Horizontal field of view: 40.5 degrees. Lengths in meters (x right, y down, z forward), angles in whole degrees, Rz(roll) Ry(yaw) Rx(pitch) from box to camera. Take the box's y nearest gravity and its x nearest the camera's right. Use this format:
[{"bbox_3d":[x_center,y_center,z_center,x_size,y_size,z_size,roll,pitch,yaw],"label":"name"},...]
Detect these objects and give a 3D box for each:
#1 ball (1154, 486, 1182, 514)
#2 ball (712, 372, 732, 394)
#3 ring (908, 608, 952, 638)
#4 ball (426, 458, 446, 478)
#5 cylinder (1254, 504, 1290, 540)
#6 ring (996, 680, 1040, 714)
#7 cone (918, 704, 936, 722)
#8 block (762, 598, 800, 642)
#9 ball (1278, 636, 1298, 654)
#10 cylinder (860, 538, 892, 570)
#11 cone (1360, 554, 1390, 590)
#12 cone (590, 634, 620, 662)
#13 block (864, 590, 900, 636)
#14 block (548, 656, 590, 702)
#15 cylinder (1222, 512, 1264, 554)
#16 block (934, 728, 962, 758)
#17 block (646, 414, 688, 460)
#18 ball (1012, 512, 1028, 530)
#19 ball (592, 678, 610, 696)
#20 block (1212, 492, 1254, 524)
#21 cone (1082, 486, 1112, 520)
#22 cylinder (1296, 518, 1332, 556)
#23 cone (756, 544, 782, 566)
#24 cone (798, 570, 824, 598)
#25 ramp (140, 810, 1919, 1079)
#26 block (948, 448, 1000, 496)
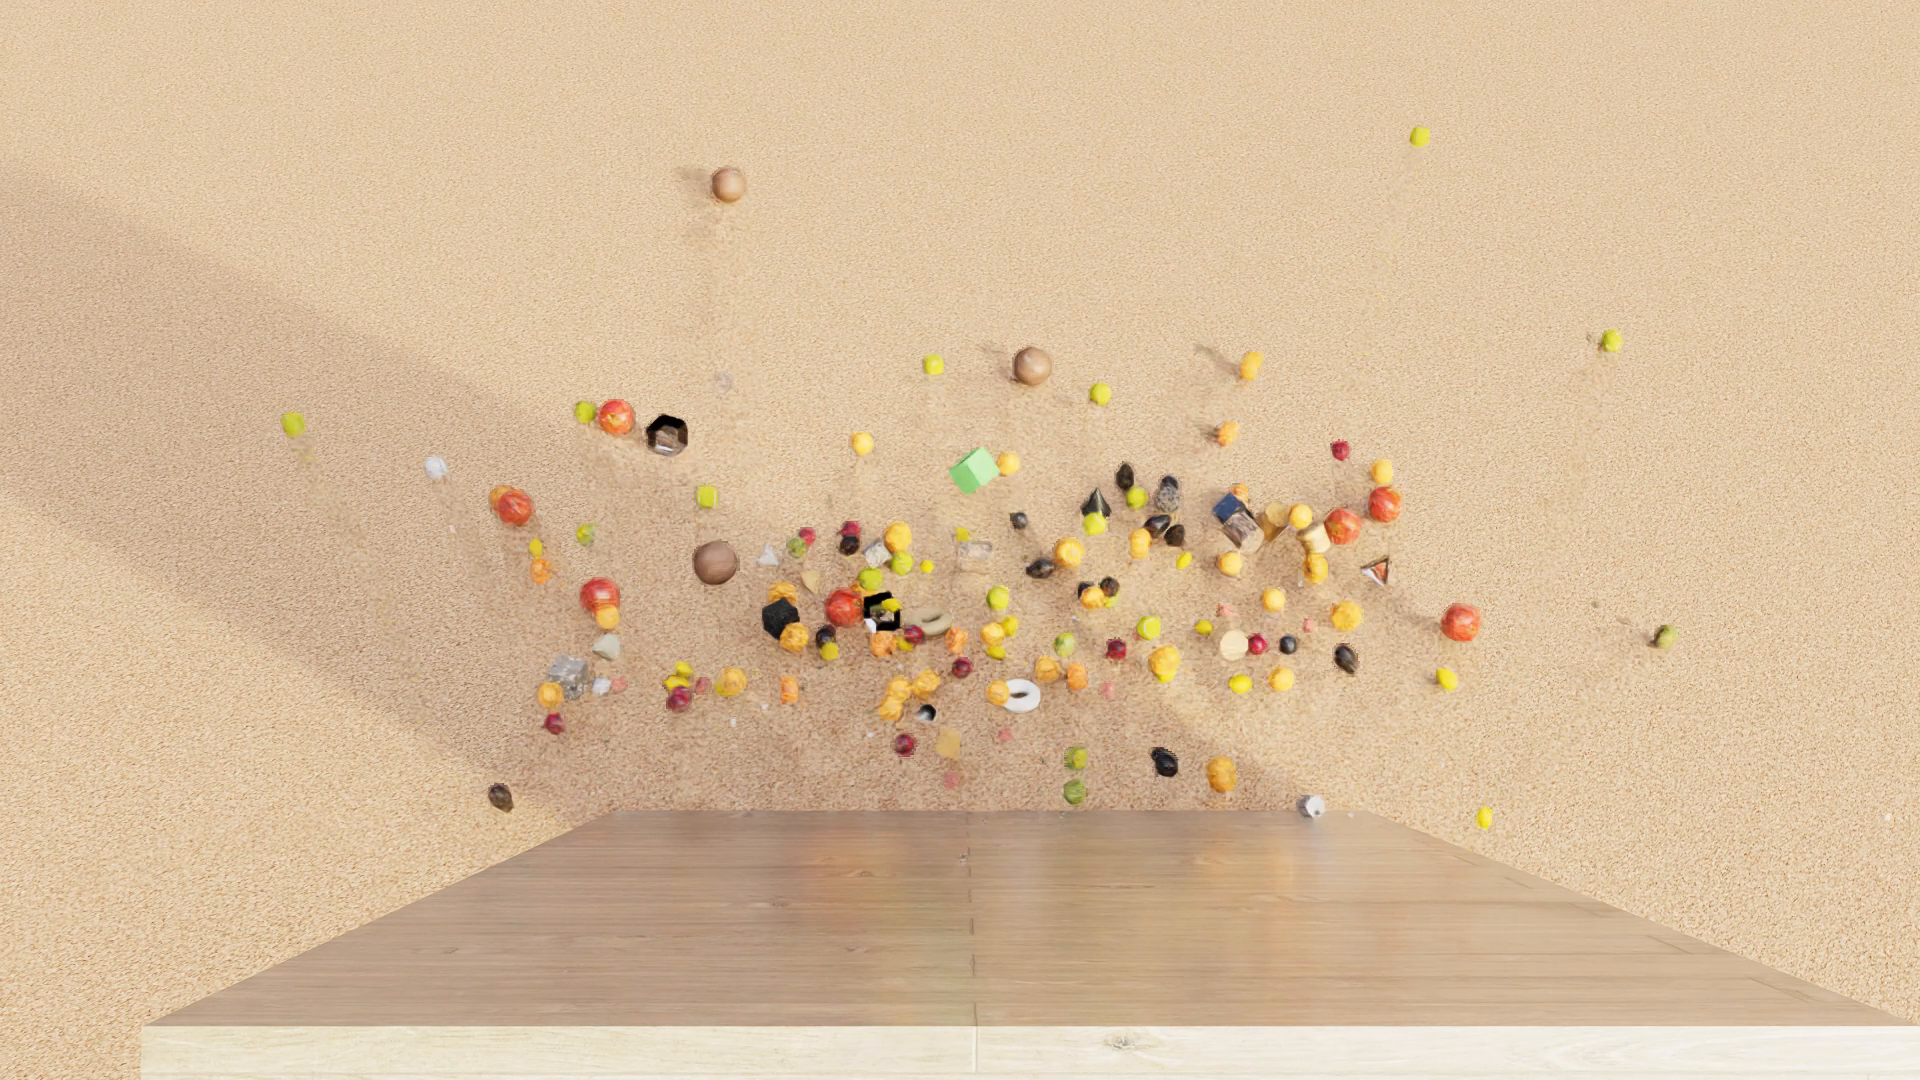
[{"bbox_3d":[0.648,-0.125,8.105,0.084,0.084,0.084,0,37,0],"label":"ball"},{"bbox_3d":[-0.791,-0.522,8.647,0.070,0.070,0.070,0,37,0],"label":"ball"},{"bbox_3d":[-0.087,0.243,7.635,0.134,0.045,0.134,-6,25,3],"label":"ring"},{"bbox_3d":[-1.665,-0.229,8.259,0.066,0.066,0.066,0,37,0],"label":"ball"},{"bbox_3d":[0.953,-0.055,7.959,0.084,0.084,0.084,13,54,-19],"label":"cylinder"},{"bbox_3d":[0.165,0.443,7.380,0.129,0.043,0.129,-1,36,1],"label":"ring"},{"bbox_3d":[-0.085,0.482,7.292,0.050,0.050,0.050,11,4,14],"label":"cone"},{"bbox_3d":[-0.525,0.233,7.630,0.076,0.076,0.076,-27,45,-30],"label":"block"},{"bbox_3d":[0.954,0.305,7.553,0.056,0.056,0.056,0,37,0],"label":"ball"},{"bbox_3d":[-0.250,0.042,7.796,0.069,0.069,0.069,-33,42,-1],"label":"cylinder"},{"bbox_3d":[1.253,0.107,7.746,0.096,0.096,0.096,-25,5,2],"label":"cone"},{"bbox_3d":[-1.032,0.313,7.461,0.082,0.082,0.082,28,20,32],"label":"cone"},{"bbox_3d":[-0.229,0.215,7.652,0.082,0.082,0.082,-16,40,-20],"label":"block"},{"bbox_3d":[-1.116,0.394,7.410,0.084,0.084,0.084,11,38,14],"label":"block"},{"bbox_3d":[0.851,-0.022,7.803,0.090,0.090,0.090,-21,48,-25],"label":"cylinder"},{"bbox_3d":[-0.031,0.558,7.142,0.060,0.060,0.060,13,8,2],"label":"block"},{"bbox_3d":[-0.942,-0.333,8.376,0.093,0.093,0.093,18,40,22],"label":"block"},{"bbox_3d":[0.186,-0.061,8.044,0.054,0.054,0.054,0,37,0],"label":"ball"},{"bbox_3d":[-1.022,0.417,7.404,0.054,0.054,0.054,0,37,0],"label":"ball"},{"bbox_3d":[0.841,-0.082,8.020,0.077,0.077,0.077,-43,39,-3],"label":"block"},{"bbox_3d":[0.427,-0.129,8.102,0.094,0.094,0.094,0,37,0],"label":"cone"},{"bbox_3d":[1.066,-0.007,7.843,0.083,0.083,0.083,-22,19,8],"label":"cylinder"},{"bbox_3d":[-0.572,0.060,7.900,0.072,0.072,0.072,32,38,-9],"label":"cone"},{"bbox_3d":[-0.439,0.141,7.791,0.075,0.075,0.075,-9,64,-11],"label":"cone"},{"bbox_3d":[0.081,0.682,4.917,2.000,0.100,4.000,0,-2,0],"label":"ramp"},{"bbox_3d":[0.043,-0.212,8.059,0.094,0.094,0.094,-40,96,-40],"label":"block"}]
